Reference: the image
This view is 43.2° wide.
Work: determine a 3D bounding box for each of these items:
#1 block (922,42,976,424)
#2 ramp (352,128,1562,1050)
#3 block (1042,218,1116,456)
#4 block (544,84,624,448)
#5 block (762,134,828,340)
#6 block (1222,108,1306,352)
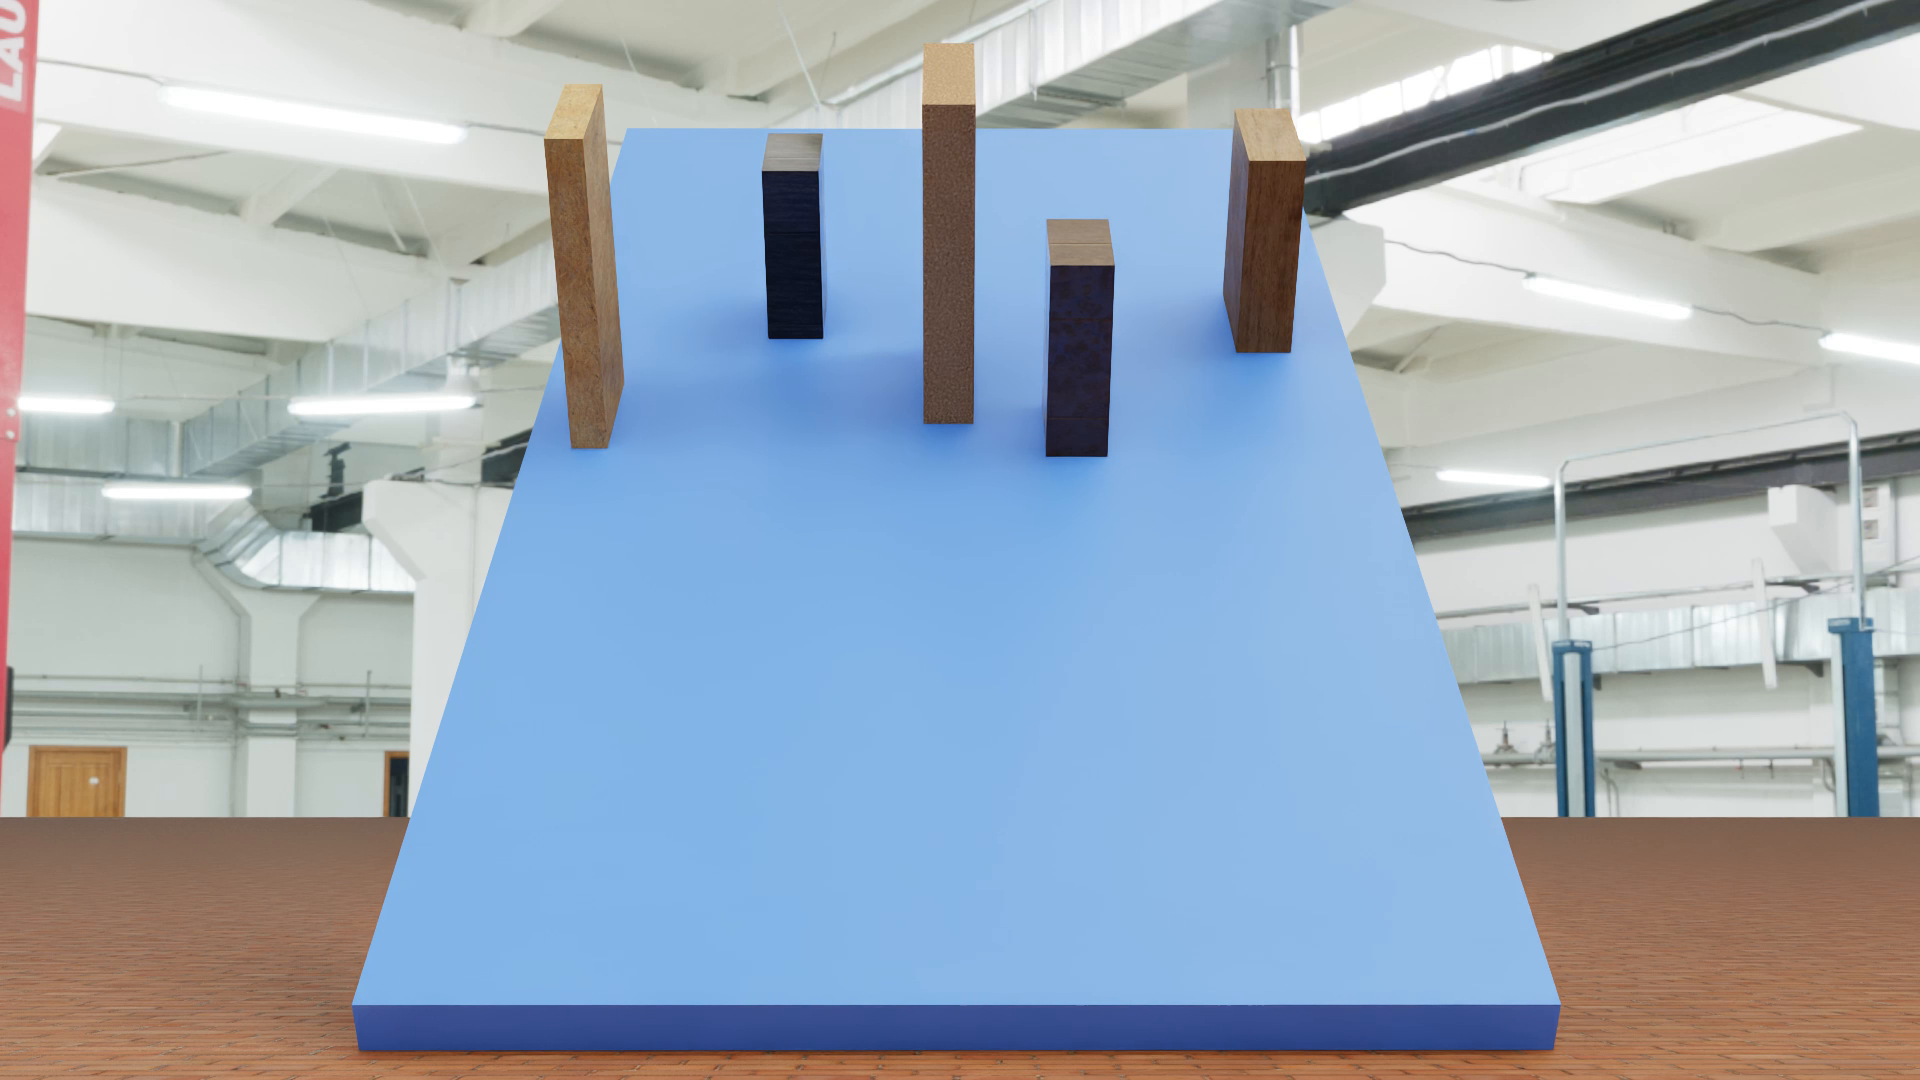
[{"bbox_3d":[-0.027,-0.726,5.754,0.120,0.799,0.411,0,31,0],"label":"block"},{"bbox_3d":[-0.014,-0.205,5.756,2.000,0.100,4.000,0,31,0],"label":"ramp"},{"bbox_3d":[0.272,-0.469,5.630,0.144,0.485,0.261,0,31,0],"label":"block"},{"bbox_3d":[-0.866,-0.631,5.621,0.085,0.766,0.344,0,31,0],"label":"block"},{"bbox_3d":[-0.418,-0.773,6.169,0.140,0.456,0.255,0,31,0],"label":"block"},{"bbox_3d":[0.766,-0.785,6.138,0.138,0.515,0.355,0,31,0],"label":"block"}]
